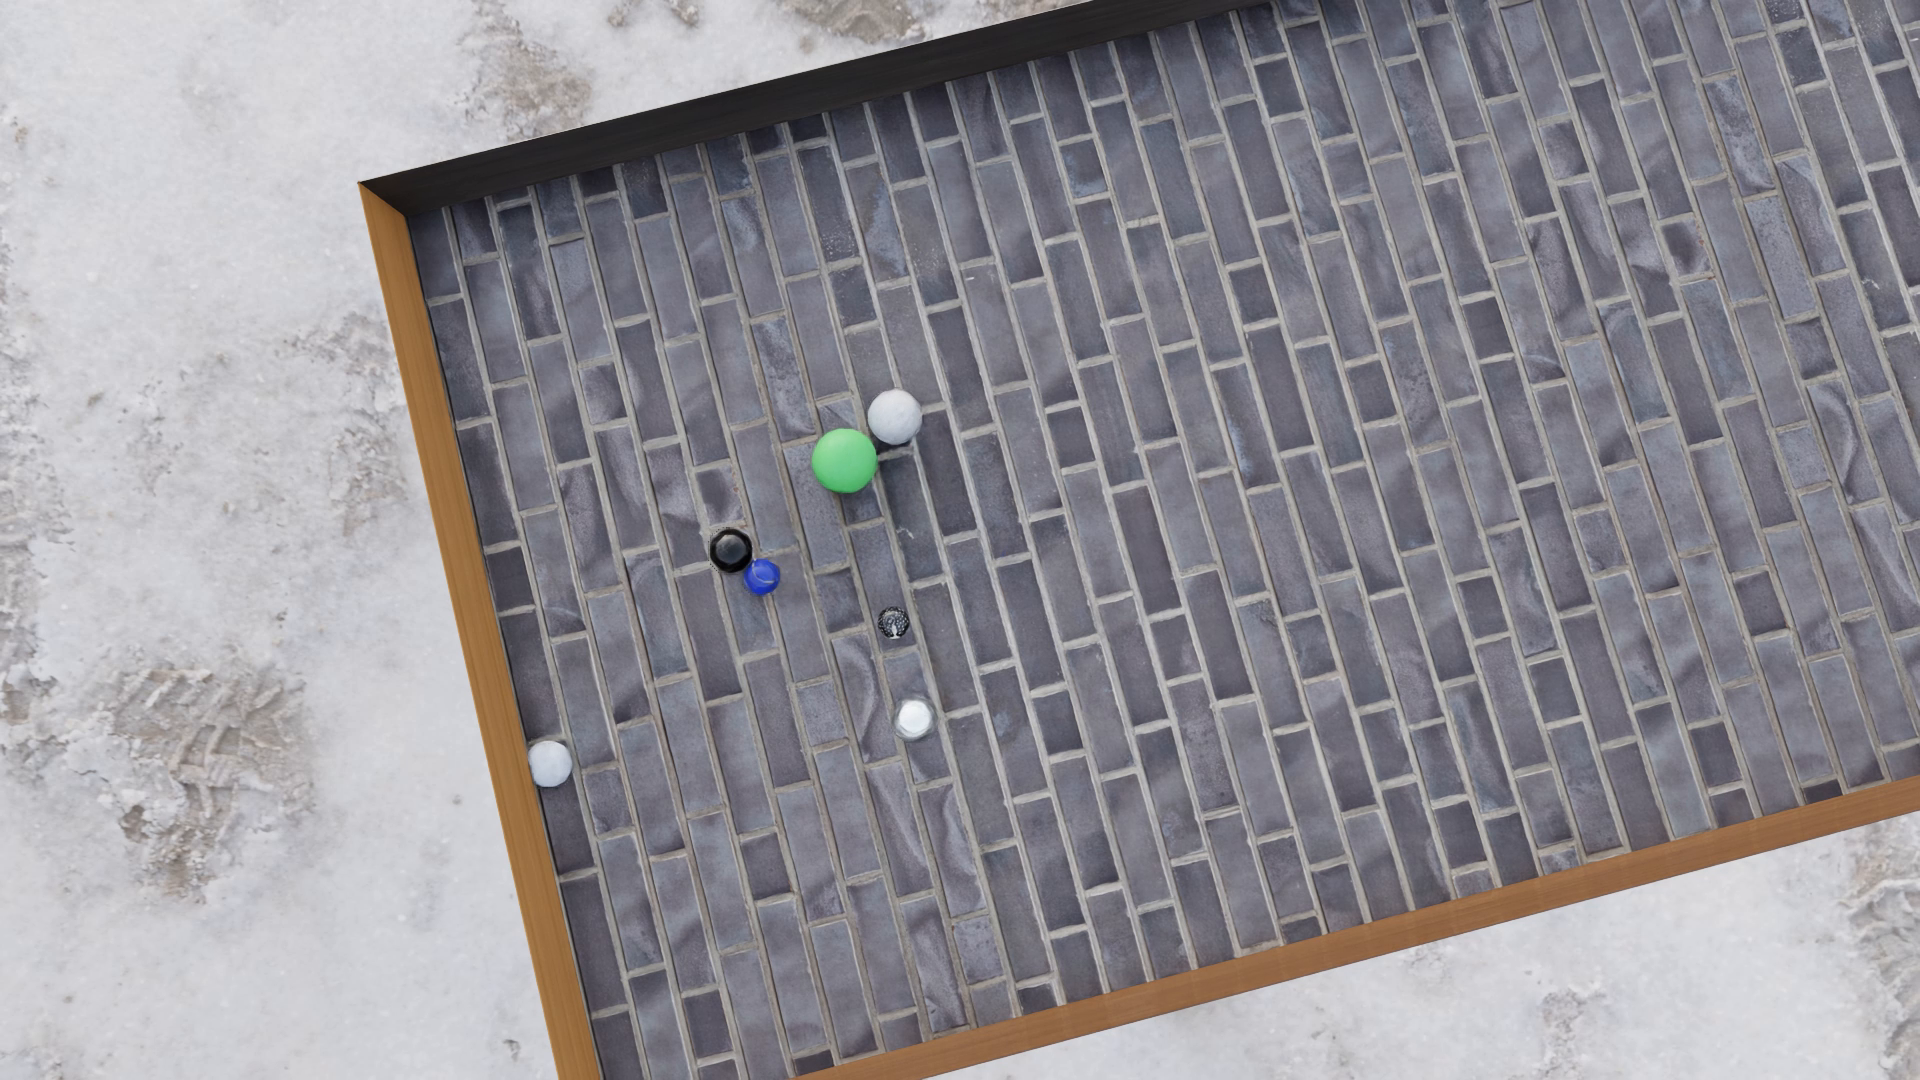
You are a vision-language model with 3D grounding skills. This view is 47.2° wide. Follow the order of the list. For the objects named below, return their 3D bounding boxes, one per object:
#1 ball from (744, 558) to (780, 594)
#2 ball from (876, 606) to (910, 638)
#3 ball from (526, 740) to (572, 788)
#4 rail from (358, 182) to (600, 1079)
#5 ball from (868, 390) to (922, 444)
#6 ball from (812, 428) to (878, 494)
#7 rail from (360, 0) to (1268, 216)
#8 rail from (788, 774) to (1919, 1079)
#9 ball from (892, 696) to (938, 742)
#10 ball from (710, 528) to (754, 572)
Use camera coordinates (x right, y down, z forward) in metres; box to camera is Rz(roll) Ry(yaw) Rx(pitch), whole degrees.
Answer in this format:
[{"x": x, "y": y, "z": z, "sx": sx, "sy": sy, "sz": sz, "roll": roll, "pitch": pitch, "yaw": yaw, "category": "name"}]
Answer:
[{"x": -0.296, "y": 0.055, "z": 3.284, "sx": 0.054, "sy": 0.054, "sz": 0.054, "roll": 0, "pitch": 80, "yaw": 0, "category": "ball"}, {"x": -0.099, "y": 0.123, "z": 3.275, "sx": 0.049, "sy": 0.049, "sz": 0.049, "roll": 0, "pitch": 80, "yaw": 0, "category": "ball"}, {"x": -0.604, "y": 0.329, "z": 3.227, "sx": 0.069, "sy": 0.069, "sz": 0.069, "roll": 0, "pitch": 80, "yaw": 0, "category": "ball"}, {"x": -0.691, "y": 0.173, "z": 3.225, "sx": 0.045, "sy": 0.128, "sz": 1.480, "roll": -14, "pitch": 80, "yaw": -3, "category": "rail"}, {"x": -0.097, "y": -0.185, "z": 3.313, "sx": 0.083, "sy": 0.083, "sz": 0.083, "roll": 0, "pitch": 80, "yaw": 0, "category": "ball"}, {"x": -0.172, "y": -0.118, "z": 3.293, "sx": 0.098, "sy": 0.098, "sz": 0.098, "roll": 0, "pitch": 80, "yaw": 0, "category": "ball"}, {"x": 0.532, "y": -0.872, "z": 3.413, "sx": 2.953, "sy": 0.128, "sz": 0.045, "roll": -14, "pitch": 80, "yaw": -3, "category": "rail"}, {"x": 0.896, "y": 0.492, "z": 3.167, "sx": 2.953, "sy": 0.128, "sz": 0.045, "roll": -14, "pitch": 80, "yaw": -3, "category": "rail"}, {"x": -0.067, "y": 0.262, "z": 3.240, "sx": 0.068, "sy": 0.068, "sz": 0.068, "roll": 0, "pitch": 80, "yaw": 0, "category": "ball"}, {"x": -0.342, "y": 0.016, "z": 3.285, "sx": 0.066, "sy": 0.066, "sz": 0.066, "roll": 0, "pitch": 80, "yaw": 0, "category": "ball"}]
